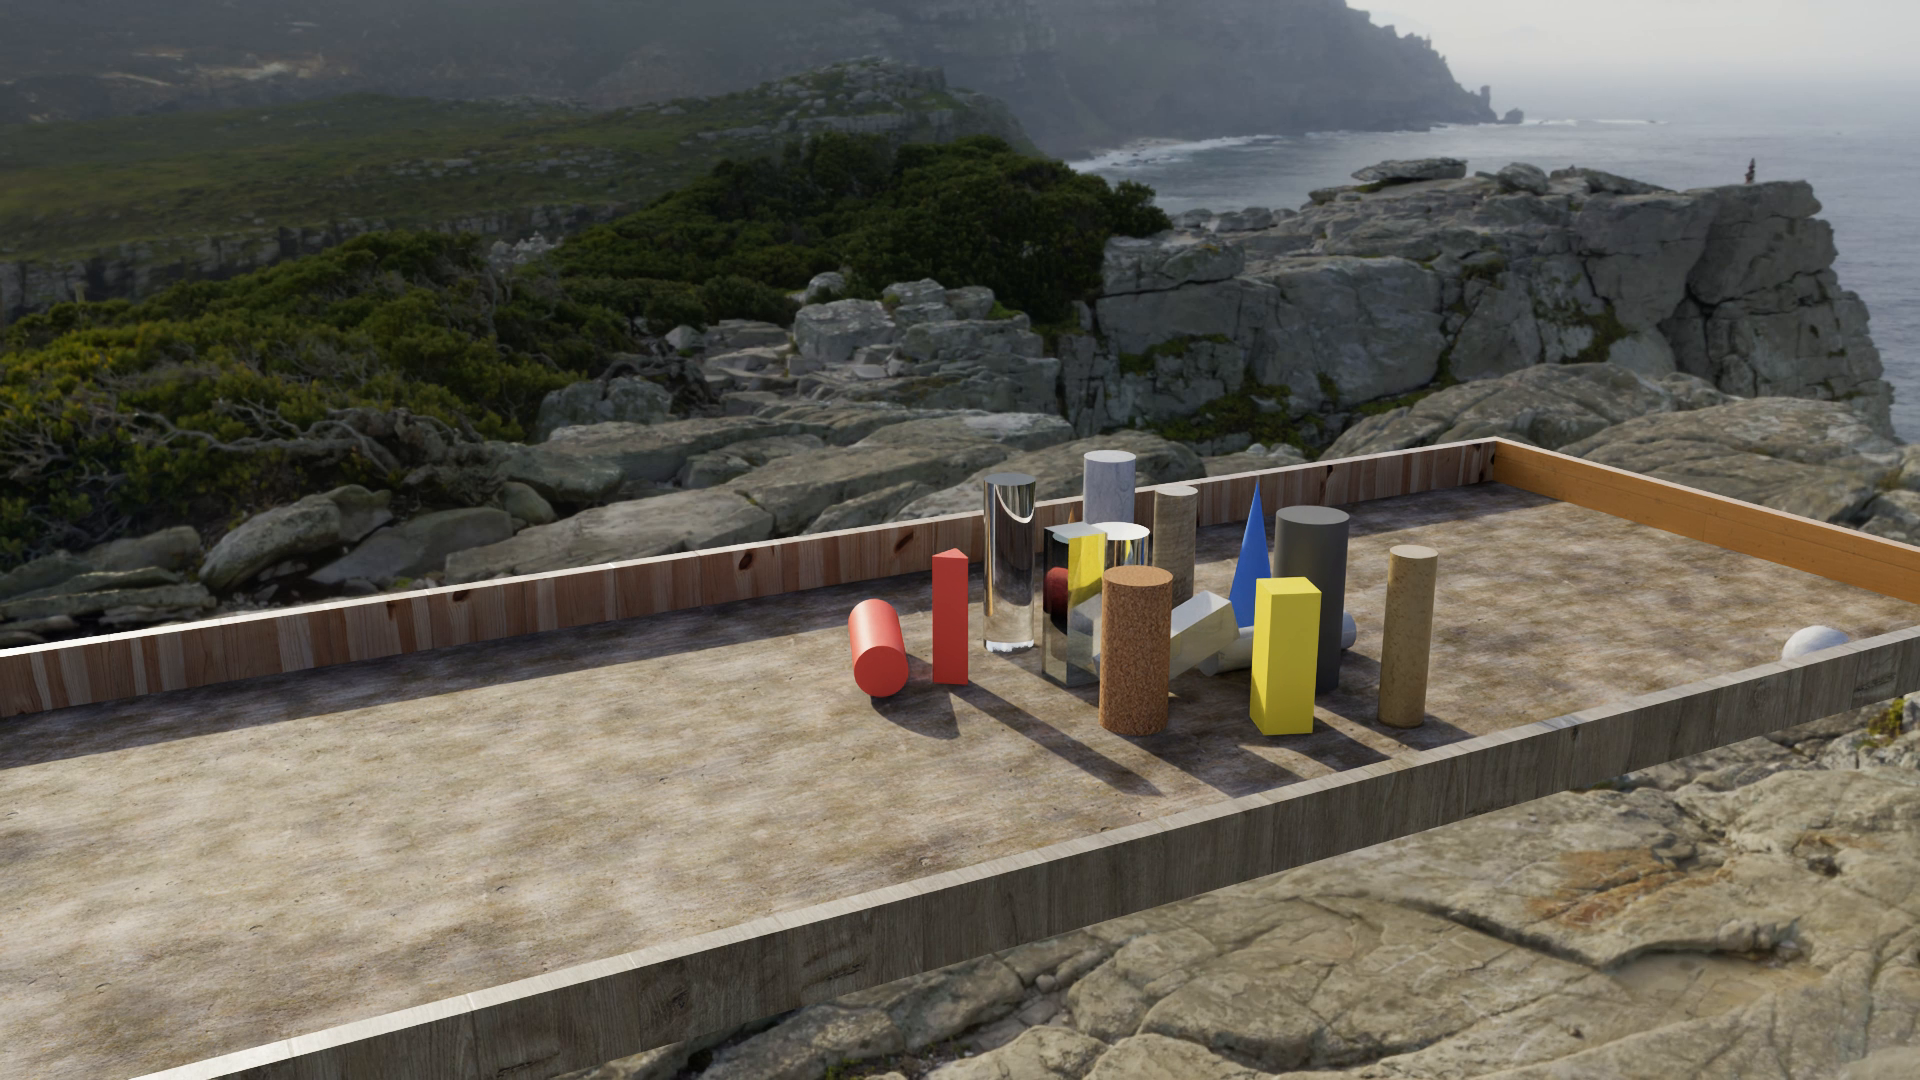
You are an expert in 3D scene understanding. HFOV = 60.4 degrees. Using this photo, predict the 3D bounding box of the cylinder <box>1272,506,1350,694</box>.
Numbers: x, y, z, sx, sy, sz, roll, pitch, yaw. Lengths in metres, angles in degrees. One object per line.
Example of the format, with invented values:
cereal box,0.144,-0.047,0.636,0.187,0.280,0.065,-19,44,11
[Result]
cylinder,0.862,0.146,4.089,0.176,0.433,0.176,0,16,0

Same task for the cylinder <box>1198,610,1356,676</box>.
cylinder,0.819,0.264,4.270,0.441,0.106,0.106,-8,18,-26

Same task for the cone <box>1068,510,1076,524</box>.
cone,0.310,0.058,4.597,0.128,0.316,0.128,0,16,0

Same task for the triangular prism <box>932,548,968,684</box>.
triangular prism,-0.018,0.190,4.121,0.088,0.331,0.076,3,17,10

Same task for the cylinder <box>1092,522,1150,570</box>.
cylinder,0.409,0.130,4.345,0.170,0.320,0.170,0,16,0

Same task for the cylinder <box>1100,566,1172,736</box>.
cylinder,0.408,0.256,3.840,0.161,0.363,0.161,0,16,0

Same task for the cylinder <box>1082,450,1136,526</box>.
cylinder,0.435,-0.054,4.840,0.151,0.394,0.151,0,16,0

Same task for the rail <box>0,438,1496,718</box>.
rail,-3.305,0.497,3.399,12.000,0.150,0.050,-9,18,-27

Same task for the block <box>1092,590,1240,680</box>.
block,0.511,0.264,4.068,0.357,0.105,0.105,-29,27,-20

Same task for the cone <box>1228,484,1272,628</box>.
cone,0.771,0.062,4.334,0.166,0.457,0.166,0,16,0

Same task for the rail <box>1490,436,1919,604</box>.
rail,2.466,-0.048,5.253,0.050,0.150,2.100,-9,18,-27

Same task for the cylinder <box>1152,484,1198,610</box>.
cylinder,0.592,0.041,4.562,0.117,0.369,0.117,0,16,0

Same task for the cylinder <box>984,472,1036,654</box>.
cylinder,0.129,0.062,4.335,0.135,0.457,0.135,0,16,0

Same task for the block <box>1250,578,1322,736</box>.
block,0.754,0.269,3.830,0.116,0.343,0.116,-2,16,-7

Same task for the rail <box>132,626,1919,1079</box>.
rail,-2.336,1.006,1.665,12.000,0.150,0.050,-9,18,-27

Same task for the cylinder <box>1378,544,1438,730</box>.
cylinder,1.041,0.227,3.842,0.107,0.418,0.107,0,16,0

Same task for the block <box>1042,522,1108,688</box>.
block,0.285,0.161,4.120,0.114,0.387,0.114,-9,19,-28

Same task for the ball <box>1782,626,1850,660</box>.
ball,2.120,0.293,4.073,0.161,0.161,0.161,0,16,0

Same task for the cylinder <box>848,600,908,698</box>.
cylinder,-0.210,0.271,4.196,0.134,0.134,0.359,-2,16,-6
